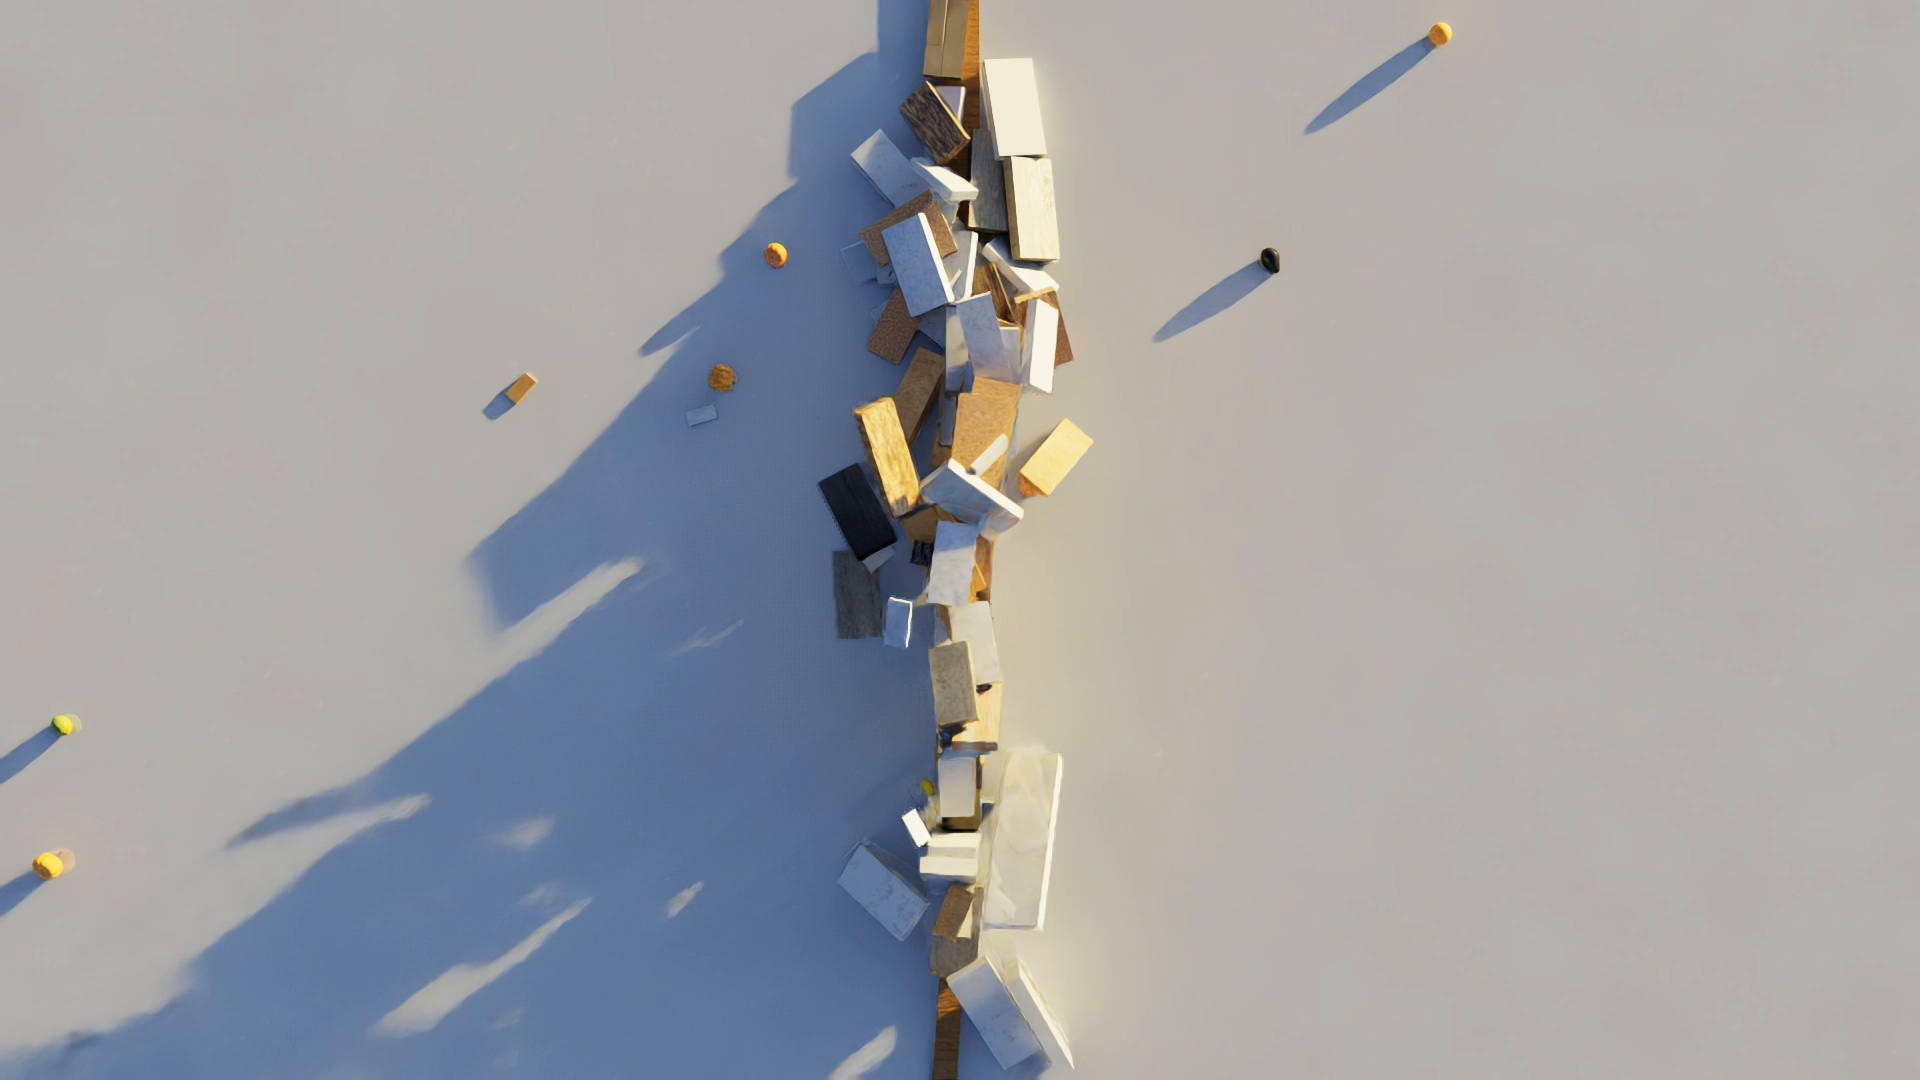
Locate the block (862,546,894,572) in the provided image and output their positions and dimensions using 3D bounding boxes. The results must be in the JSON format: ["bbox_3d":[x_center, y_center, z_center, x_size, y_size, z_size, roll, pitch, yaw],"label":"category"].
[{"bbox_3d":[-0.270,0.054,5.432,0.105,0.015,0.053,-39,121,-6],"label":"block"}]

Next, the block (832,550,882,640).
[{"bbox_3d":[-0.340,0.178,5.479,0.148,0.042,0.295,-4,90,0],"label":"block"}]

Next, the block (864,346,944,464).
[{"bbox_3d":[-0.173,-0.426,5.458,0.122,0.035,0.423,26,90,26],"label":"block"}]

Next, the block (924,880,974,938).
[{"bbox_3d":[-0.030,1.136,5.363,0.150,0.043,0.301,4,73,2],"label":"block"}]

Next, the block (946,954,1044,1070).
[{"bbox_3d":[0.116,1.552,5.412,0.150,0.043,0.395,-30,110,-1],"label":"block"}]

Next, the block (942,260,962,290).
[{"bbox_3d":[-0.086,-0.880,5.367,0.176,0.025,0.088,36,97,25],"label":"block"}]

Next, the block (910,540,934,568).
[{"bbox_3d":[-0.075,0.051,5.132,0.147,0.021,0.073,12,90,4],"label":"block"}]

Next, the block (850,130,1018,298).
[{"bbox_3d":[-0.083,-1.049,5.446,0.131,0.037,0.697,-41,89,-1],"label":"block"}]

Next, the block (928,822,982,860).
[{"bbox_3d":[-0.014,0.965,5.276,0.152,0.303,0.043,2,94,4],"label":"block"}]

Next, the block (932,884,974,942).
[{"bbox_3d":[-0.022,1.190,5.259,0.081,0.023,0.161,20,75,14],"label":"block"}]

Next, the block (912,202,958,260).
[{"bbox_3d":[-0.080,-0.998,5.337,0.088,0.025,0.176,-23,86,7],"label":"block"}]

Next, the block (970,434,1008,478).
[{"bbox_3d":[0.089,-0.255,5.053,0.021,0.073,0.147,38,72,18],"label":"block"}]

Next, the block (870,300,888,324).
[{"bbox_3d":[-0.202,-0.763,5.457,0.174,0.025,0.087,-28,105,13],"label":"block"}]

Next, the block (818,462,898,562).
[{"bbox_3d":[-0.335,-0.094,5.436,0.148,0.042,0.295,-28,73,0],"label":"block"}]

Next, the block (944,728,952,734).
[{"bbox_3d":[0.012,0.485,5.180,0.140,0.279,0.040,-2,133,-1],"label":"block"}]

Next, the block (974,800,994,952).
[{"bbox_3d":[0.010,1.136,5.455,0.152,0.043,0.552,6,90,0],"label":"block"}]

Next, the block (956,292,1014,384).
[{"bbox_3d":[0.078,-0.619,5.193,0.113,0.032,0.305,-16,110,-1],"label":"block"}]

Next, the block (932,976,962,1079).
[{"bbox_3d":[-0.041,1.650,5.489,0.081,0.023,1.471,4,90,0],"label":"block"}]

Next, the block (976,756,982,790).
[{"bbox_3d":[0.012,0.699,5.276,0.109,0.031,0.218,-2,113,-2],"label":"block"}]

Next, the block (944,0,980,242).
[{"bbox_3d":[0.004,-1.569,5.483,0.120,0.034,1.281,0,90,0],"label":"block"}]

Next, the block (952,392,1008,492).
[{"bbox_3d":[0.055,-0.296,5.134,0.153,0.043,0.307,7,90,-2],"label":"block"}]

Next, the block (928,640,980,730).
[{"bbox_3d":[-0.018,0.441,5.032,0.127,0.036,0.255,-14,61,11],"label":"block"}]

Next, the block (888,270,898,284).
[{"bbox_3d":[-0.140,-0.856,5.453,0.174,0.025,0.087,34,103,-18],"label":"block"}]

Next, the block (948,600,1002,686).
[{"bbox_3d":[0.045,0.324,5.121,0.127,0.036,0.255,-9,78,2],"label":"block"}]

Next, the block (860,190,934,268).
[{"bbox_3d":[-0.181,-1.018,5.400,0.266,0.038,0.133,-31,91,0],"label":"block"}]

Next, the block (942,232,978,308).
[{"bbox_3d":[-0.016,-0.880,5.372,0.122,0.035,0.244,5,86,32],"label":"block"}]

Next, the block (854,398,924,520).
[{"bbox_3d":[-0.215,-0.250,5.064,0.124,0.035,0.353,-31,115,-32],"label":"block"}]

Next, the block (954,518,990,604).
[{"bbox_3d":[0.019,0.067,5.238,0.153,0.043,0.307,1,103,1],"label":"block"}]

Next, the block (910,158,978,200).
[{"bbox_3d":[-0.054,-1.181,5.387,0.227,0.113,0.032,45,129,32],"label":"block"}]

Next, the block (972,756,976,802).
[{"bbox_3d":[-0.002,0.738,5.259,0.109,0.031,0.218,-1,113,-3],"label":"block"}]

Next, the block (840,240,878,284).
[{"bbox_3d":[-0.261,-0.949,5.459,0.240,0.034,0.120,-22,113,1],"label":"block"}]

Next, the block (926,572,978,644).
[{"bbox_3d":[-0.005,0.202,5.183,0.124,0.035,0.248,-19,102,4],"label":"block"}]

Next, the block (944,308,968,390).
[{"bbox_3d":[0.018,-0.622,5.376,0.133,0.038,0.266,0,98,-8],"label":"block"}]

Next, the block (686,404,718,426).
[{"bbox_3d":[-0.860,-0.416,5.493,0.096,0.014,0.048,-16,90,0],"label":"block"}]

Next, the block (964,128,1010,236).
[{"bbox_3d":[0.109,-1.180,5.439,0.165,0.047,0.330,4,84,-15],"label":"block"}]

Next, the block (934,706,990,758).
[{"bbox_3d":[0.003,0.594,5.147,0.140,0.279,0.040,-4,111,-6],"label":"block"}]

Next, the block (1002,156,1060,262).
[{"bbox_3d":[0.236,-1.088,5.433,0.165,0.047,0.330,-5,90,-35],"label":"block"}]

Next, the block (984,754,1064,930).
[{"bbox_3d":[0.206,0.958,5.268,0.175,0.050,0.573,-2,58,19],"label":"block"}]

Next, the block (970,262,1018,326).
[{"bbox_3d":[0.095,-0.762,5.402,0.131,0.037,0.261,-20,95,14],"label":"block"}]

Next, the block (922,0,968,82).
[{"bbox_3d":[-0.047,-1.654,5.448,0.127,0.036,0.255,6,90,0],"label":"block"}]

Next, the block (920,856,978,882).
[{"bbox_3d":[-0.033,1.037,5.183,0.175,0.350,0.050,3,75,1],"label":"block"}]

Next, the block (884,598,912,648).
[{"bbox_3d":[-0.137,0.185,3.662,0.053,0.015,0.105,10,104,16],"label":"block"}]

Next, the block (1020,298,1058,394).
[{"bbox_3d":[0.254,-0.619,5.275,0.036,0.127,0.275,0,80,35],"label":"block"}]
